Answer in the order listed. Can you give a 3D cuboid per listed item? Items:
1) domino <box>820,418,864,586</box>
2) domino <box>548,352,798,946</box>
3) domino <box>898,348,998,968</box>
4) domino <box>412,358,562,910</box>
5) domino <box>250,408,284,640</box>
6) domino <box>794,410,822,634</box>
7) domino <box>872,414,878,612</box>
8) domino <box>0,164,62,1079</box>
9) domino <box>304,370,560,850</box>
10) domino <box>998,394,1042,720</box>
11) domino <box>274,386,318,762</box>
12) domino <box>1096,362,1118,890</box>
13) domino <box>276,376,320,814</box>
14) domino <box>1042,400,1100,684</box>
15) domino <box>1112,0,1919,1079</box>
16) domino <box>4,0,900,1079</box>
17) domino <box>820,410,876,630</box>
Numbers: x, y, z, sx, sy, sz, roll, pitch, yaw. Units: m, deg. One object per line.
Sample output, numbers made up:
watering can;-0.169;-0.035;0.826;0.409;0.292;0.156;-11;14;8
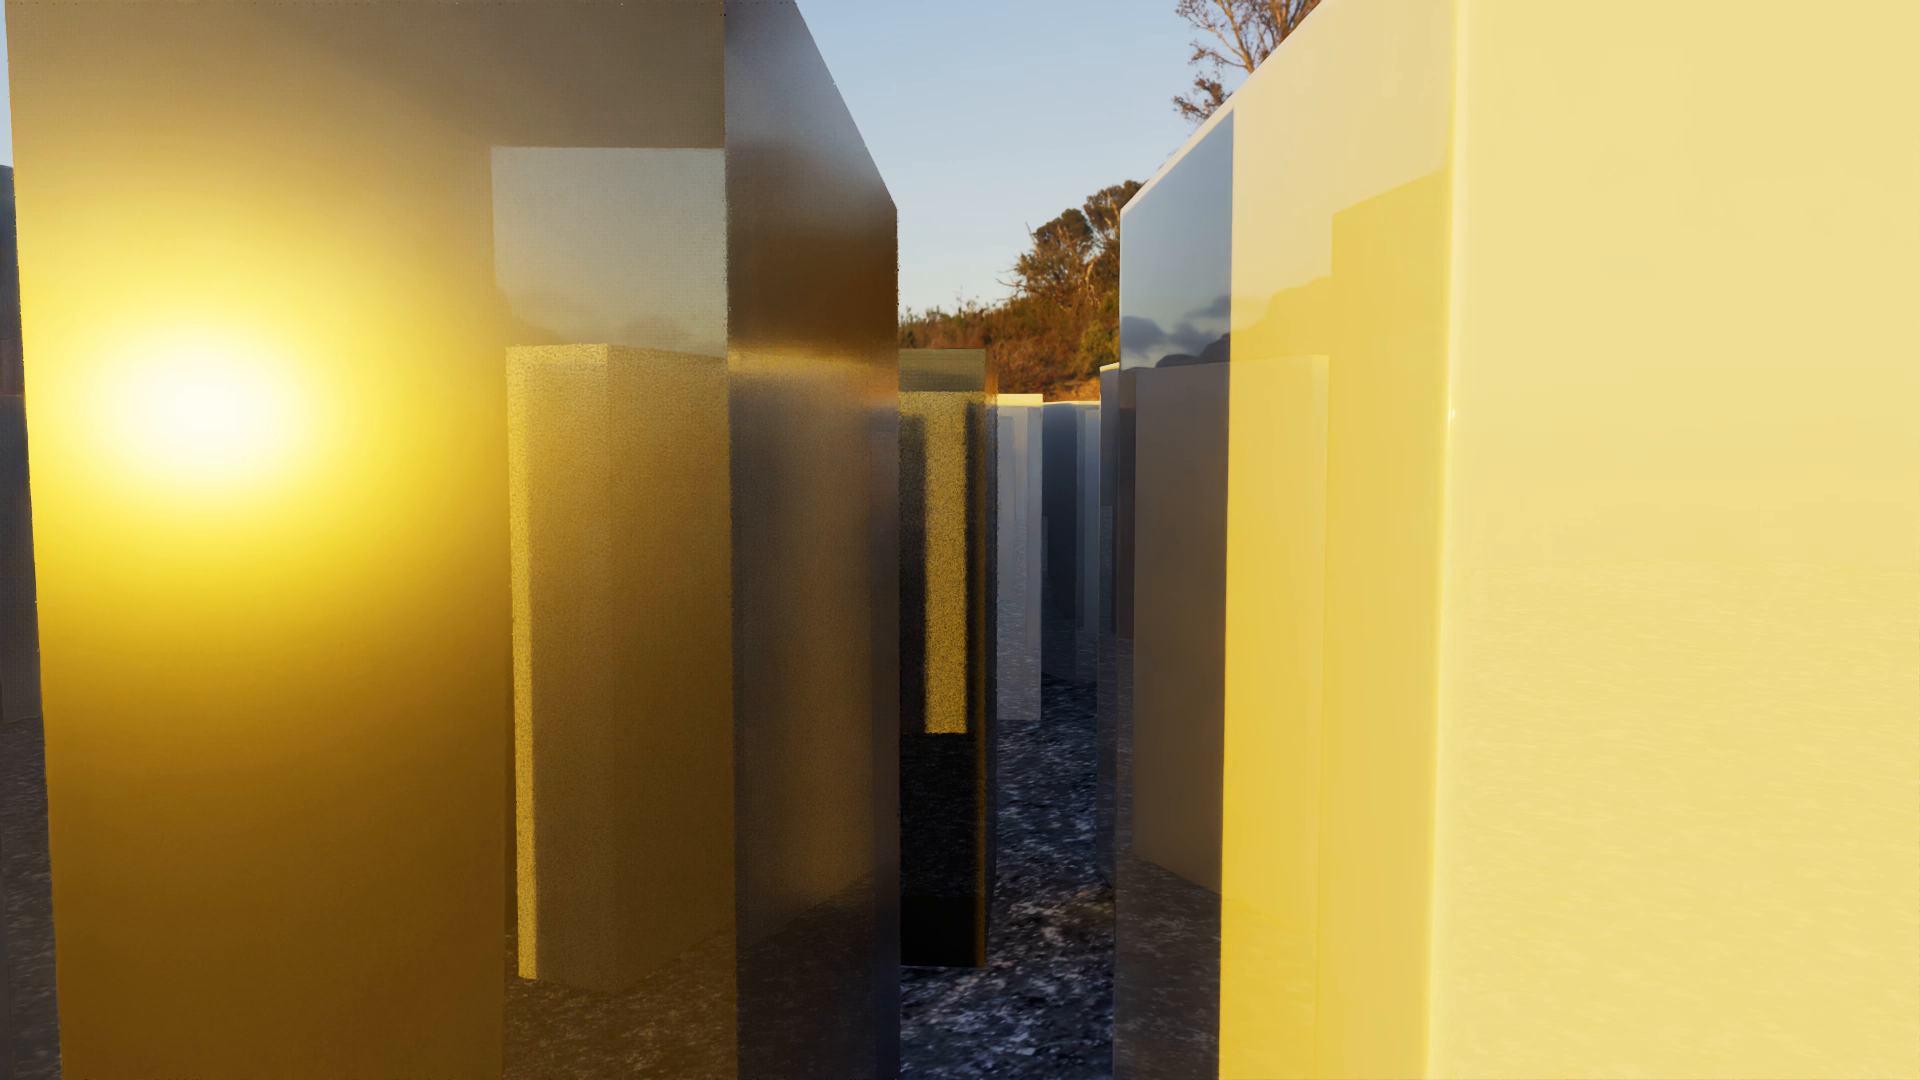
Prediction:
domino;-0.039;-0.012;0.397;0.010;0.050;0.025;-2;5;-23
domino;-0.026;0.009;0.120;0.009;0.050;0.025;2;5;22
domino;-0.002;0.009;0.115;0.009;0.050;0.025;0;4;4
domino;-0.040;0.008;0.128;0.010;0.050;0.025;3;5;35
domino;-0.156;-0.004;0.285;0.025;0.050;0.010;2;5;20
domino;-0.043;-0.005;0.297;0.010;0.050;0.025;-3;5;-37
domino;-0.012;-0.006;0.316;0.010;0.050;0.025;-2;5;-24
domino;-0.031;0.015;0.034;0.010;0.050;0.025;1;4;12
domino;-0.058;0.007;0.145;0.025;0.050;0.010;-4;6;-42
domino;0.000;0.002;0.201;0.025;0.050;0.010;0;4;0
domino;-0.080;0.004;0.178;0.025;0.050;0.010;-2;5;-20
domino;0.020;0.009;0.116;0.010;0.050;0.025;-1;4;-7
domino;-0.068;0.006;0.157;0.025;0.050;0.010;-3;5;-35
domino;0.020;0.000;0.239;0.009;0.050;0.025;-2;5;-24
domino;0.011;0.015;0.031;0.010;0.050;0.025;0;4;-3
domino;-0.007;0.015;0.031;0.010;0.050;0.025;0;4;2
domino;-0.030;-0.005;0.306;0.010;0.050;0.025;-3;5;-32
